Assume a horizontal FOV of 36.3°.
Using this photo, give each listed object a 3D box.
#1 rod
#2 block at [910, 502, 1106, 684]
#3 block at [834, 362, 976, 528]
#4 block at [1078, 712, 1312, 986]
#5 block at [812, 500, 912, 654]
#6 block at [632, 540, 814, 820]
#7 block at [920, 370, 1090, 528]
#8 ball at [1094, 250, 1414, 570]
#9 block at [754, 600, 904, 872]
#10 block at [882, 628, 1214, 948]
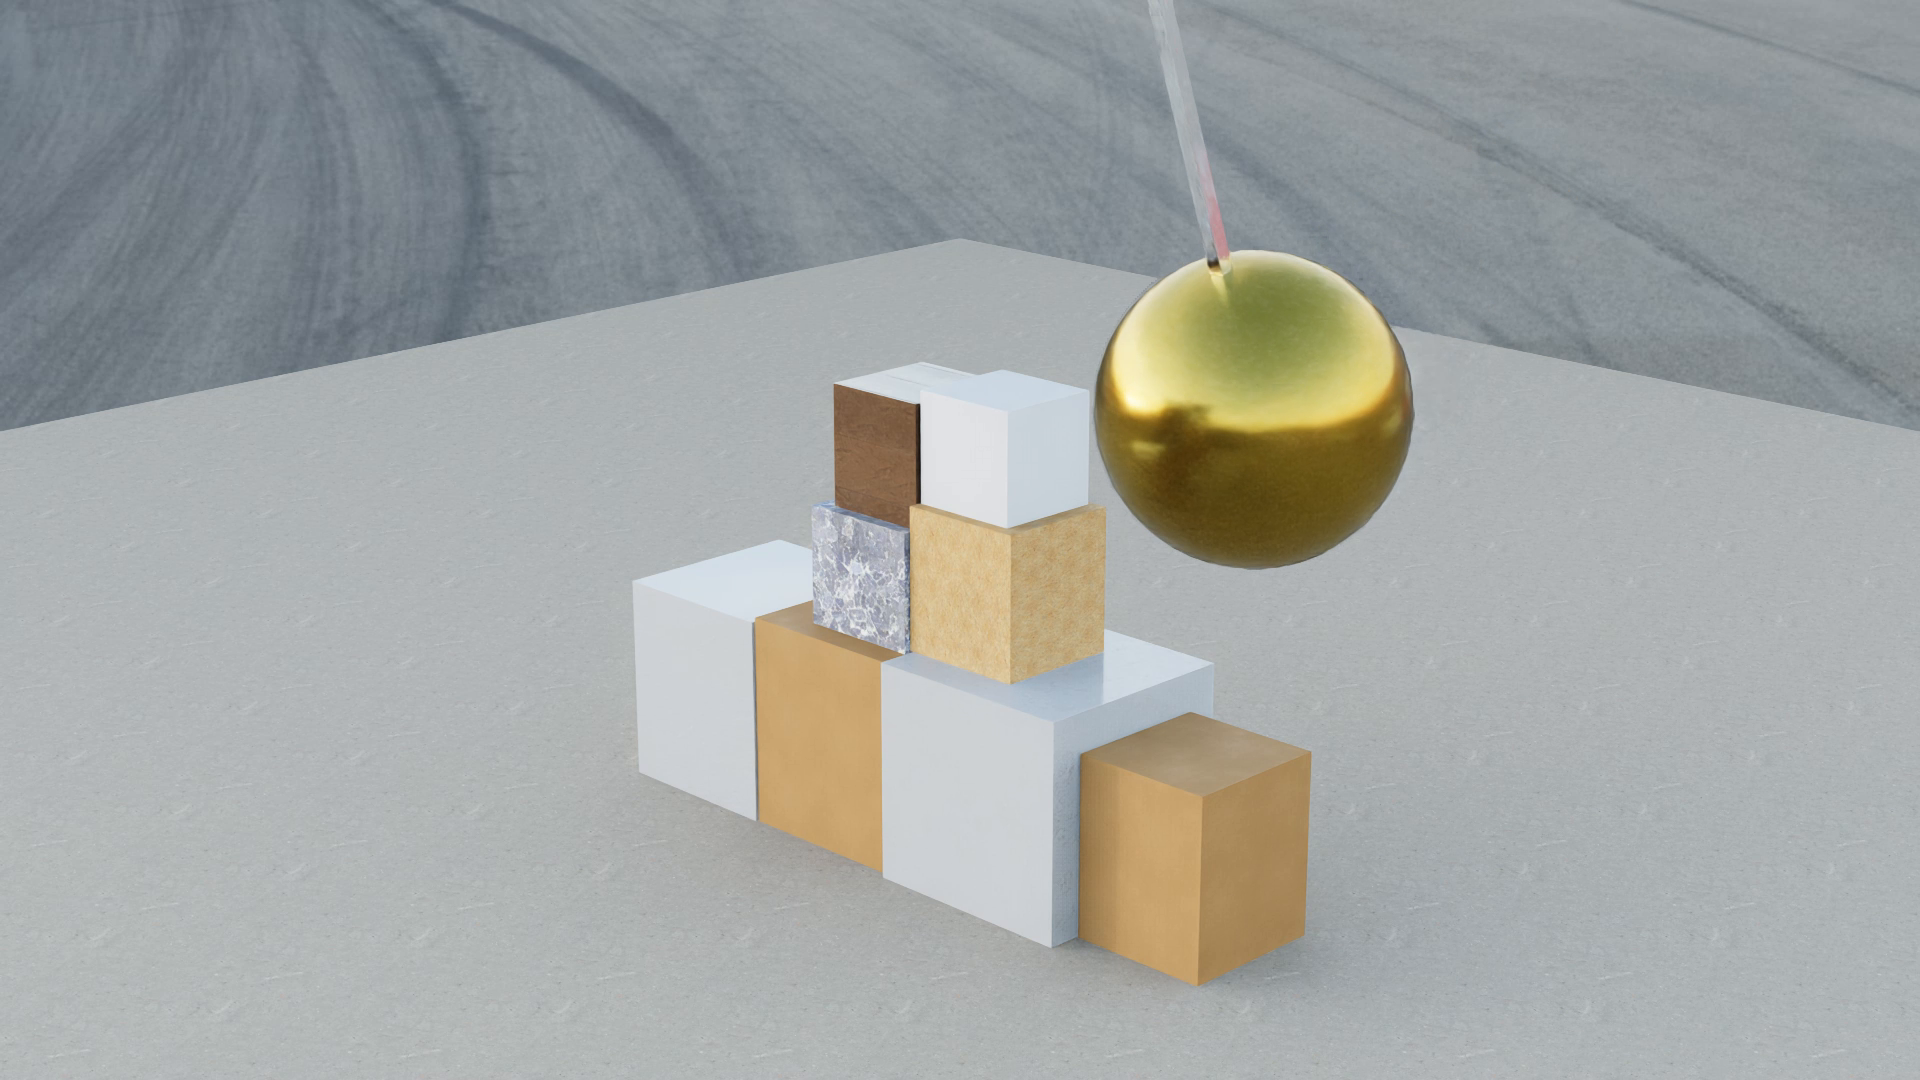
[{"bbox_3d":[0.636,-3.445,12.925,0.080,5.200,0.080,17,44,42],"label":"rod"},{"bbox_3d":[0.214,0.177,13.158,0.611,0.683,0.626,-17,24,-42],"label":"block"},{"bbox_3d":[-0.186,-0.438,13.413,0.564,0.582,0.536,-17,24,-42],"label":"block"},{"bbox_3d":[1.014,1.323,12.699,0.719,0.861,0.683,-17,24,-42],"label":"block"},{"bbox_3d":[-0.234,0.109,13.602,0.657,0.574,0.615,-17,24,-42],"label":"block"},{"bbox_3d":[-0.951,0.673,14.528,0.960,1.005,0.884,-17,24,-42],"label":"block"},{"bbox_3d":[0.199,-0.411,13.016,0.520,0.524,0.536,-17,24,-42],"label":"block"},{"bbox_3d":[1.467,-0.651,14.675,1.600,1.600,1.600,0,17,0],"label":"ball"},{"bbox_3d":[-0.313,0.849,13.924,0.947,1.031,0.887,-17,24,-42],"label":"block"},{"bbox_3d":[0.392,1.048,13.268,1.048,1.045,1.060,-17,24,-42],"label":"block"}]
